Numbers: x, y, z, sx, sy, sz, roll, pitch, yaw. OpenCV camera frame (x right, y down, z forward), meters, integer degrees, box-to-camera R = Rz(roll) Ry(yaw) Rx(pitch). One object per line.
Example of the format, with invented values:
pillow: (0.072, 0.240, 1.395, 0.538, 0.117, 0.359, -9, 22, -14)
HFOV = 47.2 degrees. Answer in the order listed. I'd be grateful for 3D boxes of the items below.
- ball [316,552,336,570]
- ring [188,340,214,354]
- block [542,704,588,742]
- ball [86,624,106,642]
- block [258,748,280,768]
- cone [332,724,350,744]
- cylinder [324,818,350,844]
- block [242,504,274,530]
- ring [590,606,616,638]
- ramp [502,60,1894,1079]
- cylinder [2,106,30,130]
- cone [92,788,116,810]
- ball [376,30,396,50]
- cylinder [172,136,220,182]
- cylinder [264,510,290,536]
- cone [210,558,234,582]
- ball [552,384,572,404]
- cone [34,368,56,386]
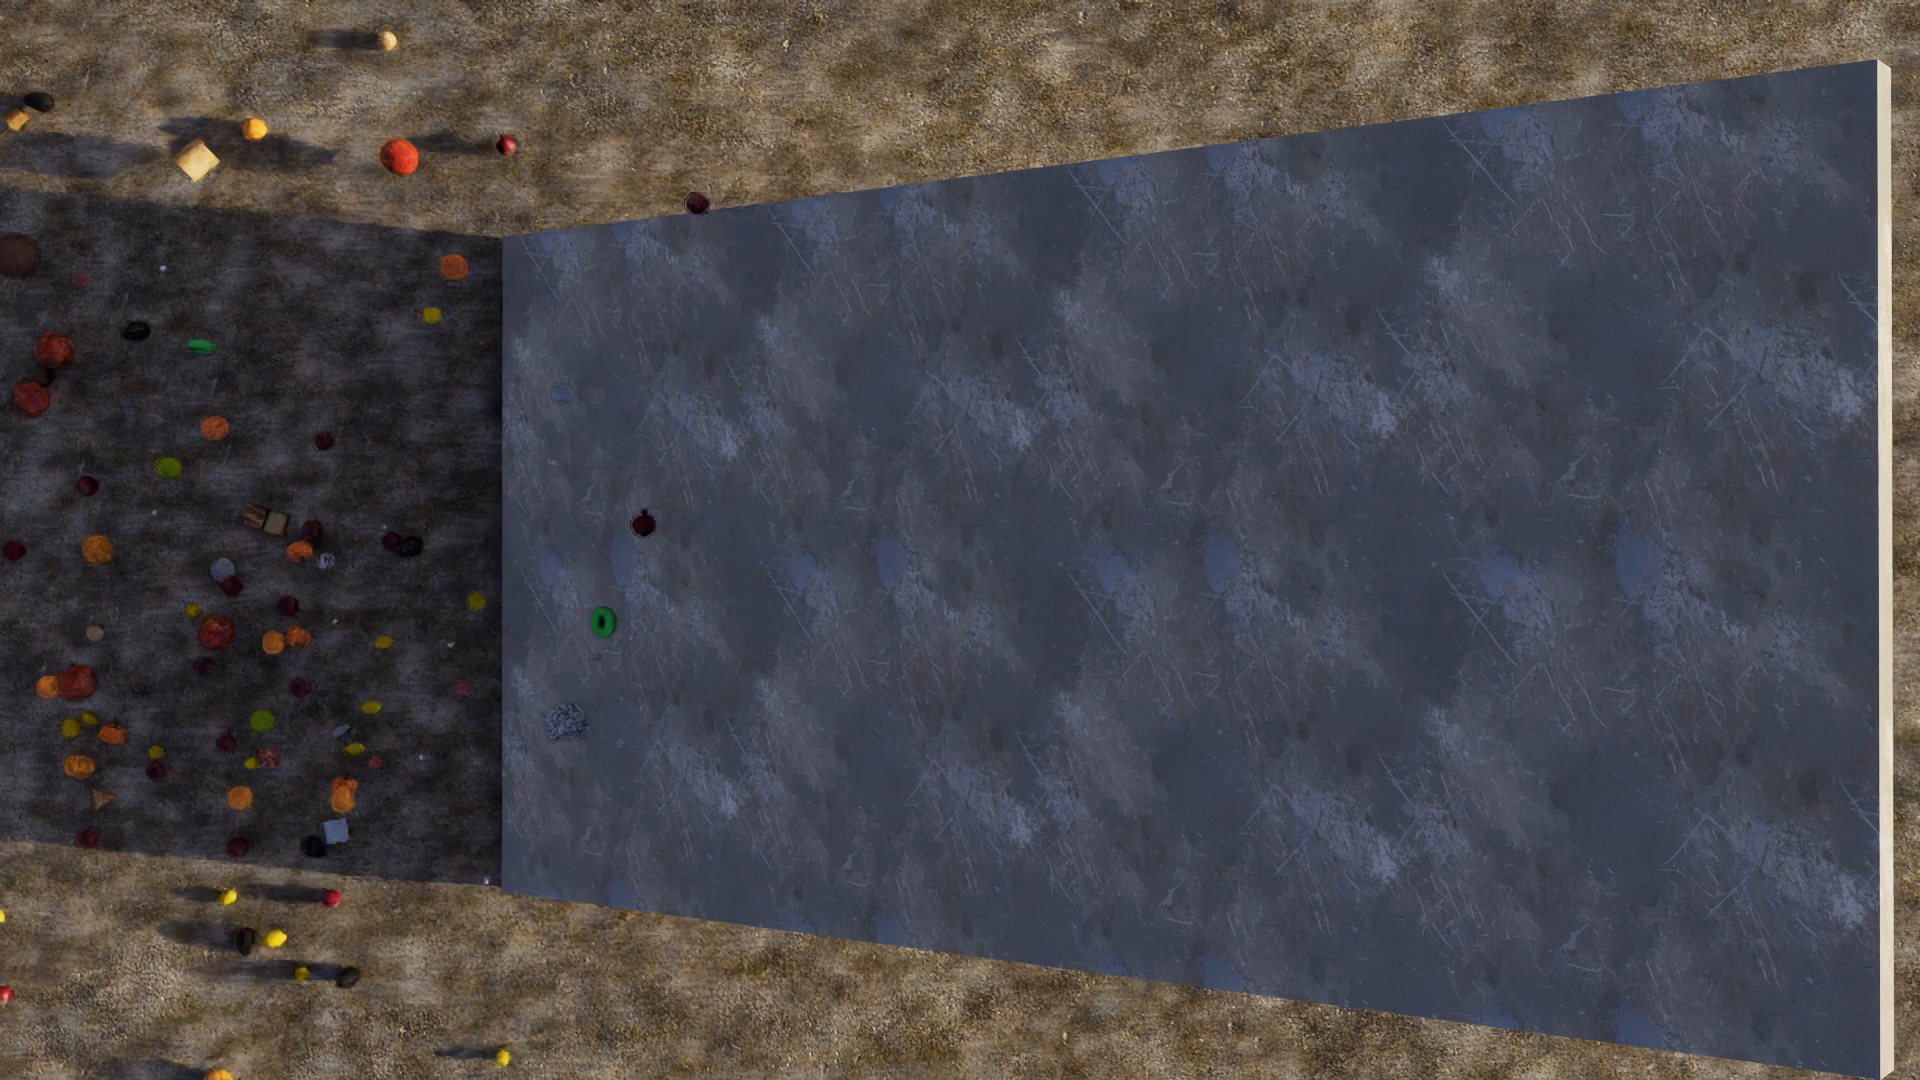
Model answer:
ball: (-1.951, 0.067, 6.764, 0.055, 0.055, 0.055, 0, 90, 0)
ring: (-2.331, -0.592, 6.753, 0.082, 0.082, 0.027, 9, 76, 0)
block: (-1.162, 0.537, 6.479, 0.083, 0.083, 0.083, -30, 72, 33)
ball: (-2.659, 0.287, 6.762, 0.056, 0.056, 0.056, 0, 90, 0)
block: (-2.124, 0.667, 6.760, 0.054, 0.054, 0.054, -3, 90, 0)
cone: (-1.890, 0.609, 6.765, 0.059, 0.059, 0.059, -25, 119, 0)
cylinder: (-1.914, 0.892, 6.749, 0.070, 0.070, 0.070, -10, 89, 0)
block: (-2.160, -0.073, 6.761, 0.062, 0.062, 0.062, 18, 90, 0)
ring: (-1.043, 0.241, 6.425, 0.094, 0.031, 0.094, 1, 91, 38)
ramp: (0.232, 0.065, 5.551, 4.000, 0.100, 2.000, 0, 89, 37)
cylinder: (-2.905, -1.299, 6.770, 0.055, 0.055, 0.055, -45, 90, 1)
cone: (-2.629, 0.794, 6.770, 0.072, 0.072, 0.072, -9, 90, -27)
ball: (-1.768, -1.539, 6.772, 0.063, 0.063, 0.063, 0, 90, 0)
cylinder: (-2.329, -1.160, 6.702, 0.098, 0.098, 0.098, -44, 90, -10)
cylinder: (-2.101, -0.051, 6.761, 0.063, 0.063, 0.063, 18, 90, 0)
cone: (-2.277, 0.092, 6.754, 0.074, 0.074, 0.074, 0, 90, 0)
ball: (-1.180, -0.433, 6.516, 0.056, 0.056, 0.056, 0, 90, 0)
cone: (-2.801, -0.490, 6.746, 0.064, 0.064, 0.064, -16, 121, -29)
